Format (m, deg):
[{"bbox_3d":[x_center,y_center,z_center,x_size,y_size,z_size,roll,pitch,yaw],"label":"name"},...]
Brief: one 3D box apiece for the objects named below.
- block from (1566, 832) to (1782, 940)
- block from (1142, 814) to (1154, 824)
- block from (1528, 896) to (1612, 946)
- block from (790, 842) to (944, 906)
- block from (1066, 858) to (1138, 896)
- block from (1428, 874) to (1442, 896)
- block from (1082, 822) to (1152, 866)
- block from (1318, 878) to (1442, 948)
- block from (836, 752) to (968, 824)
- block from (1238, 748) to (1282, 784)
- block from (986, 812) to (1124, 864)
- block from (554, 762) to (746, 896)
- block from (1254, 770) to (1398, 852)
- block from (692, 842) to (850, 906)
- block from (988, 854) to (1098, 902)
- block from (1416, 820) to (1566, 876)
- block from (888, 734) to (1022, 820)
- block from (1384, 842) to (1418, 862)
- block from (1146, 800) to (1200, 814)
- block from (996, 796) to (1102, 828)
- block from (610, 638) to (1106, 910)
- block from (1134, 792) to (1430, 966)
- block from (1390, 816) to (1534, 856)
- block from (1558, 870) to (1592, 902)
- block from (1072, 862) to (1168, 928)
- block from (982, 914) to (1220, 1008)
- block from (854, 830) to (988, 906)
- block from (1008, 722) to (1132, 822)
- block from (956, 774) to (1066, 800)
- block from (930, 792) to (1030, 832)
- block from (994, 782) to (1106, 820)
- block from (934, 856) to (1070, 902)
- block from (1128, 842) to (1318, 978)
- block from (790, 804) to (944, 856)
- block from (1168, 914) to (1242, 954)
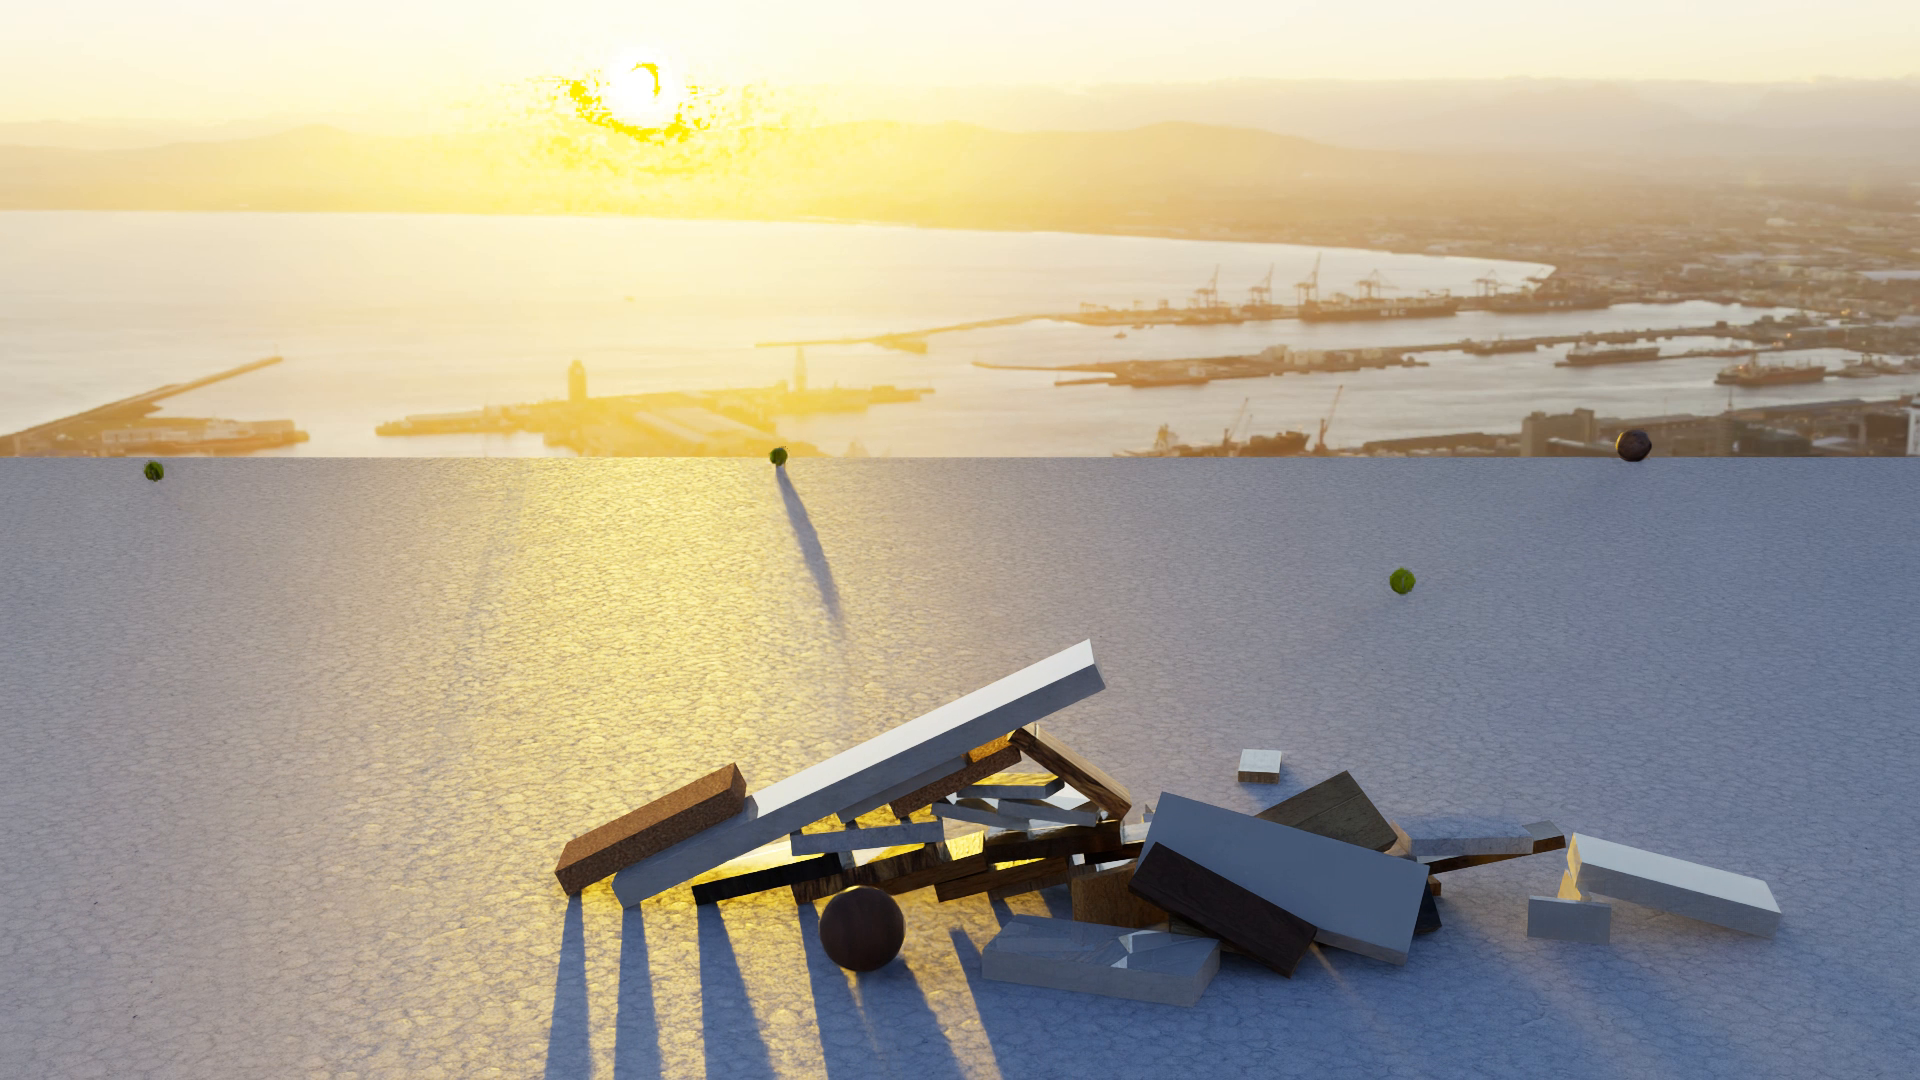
[{"bbox_3d":[1.148,0.556,3.552,0.313,0.044,0.157,14,12,8],"label":"block"},{"bbox_3d":[0.368,0.530,3.824,0.086,0.024,0.172,0,23,-1],"label":"block"},{"bbox_3d":[0.958,0.598,3.457,0.125,0.063,0.018,3,11,18],"label":"block"},{"bbox_3d":[-0.152,0.536,3.658,0.250,0.035,0.125,-16,10,5],"label":"block"},{"bbox_3d":[0.271,0.539,3.660,0.185,0.026,0.093,-19,9,8],"label":"block"},{"bbox_3d":[0.716,0.576,3.682,0.157,0.022,0.078,-2,11,-9],"label":"block"},{"bbox_3d":[0.293,0.496,3.628,0.185,0.026,0.093,-9,11,0],"label":"block"},{"bbox_3d":[0.649,0.577,3.468,0.205,0.103,0.029,-4,-26,-20],"label":"block"},{"bbox_3d":[-0.098,0.394,3.640,0.227,0.032,0.113,-25,8,4],"label":"block"},{"bbox_3d":[0.597,0.449,4.367,0.078,0.022,0.157,2,11,10],"label":"block"},{"bbox_3d":[0.157,0.488,3.621,0.220,0.031,0.110,-7,11,7],"label":"block"},{"bbox_3d":[-0.520,0.487,3.720,0.325,0.046,0.162,-26,10,1],"label":"block"},{"bbox_3d":[0.552,0.487,3.540,0.280,0.040,0.140,-21,60,-26],"label":"block"},{"bbox_3d":[-0.312,0.543,3.655,0.250,0.035,0.125,-14,10,6],"label":"block"},{"bbox_3d":[0.138,0.552,3.662,0.185,0.026,0.093,-15,10,7],"label":"block"},{"bbox_3d":[0.760,0.535,3.653,0.476,0.022,0.078,-11,12,0],"label":"block"},{"bbox_3d":[-0.009,0.386,3.644,0.227,0.032,0.113,-26,8,3],"label":"block"},{"bbox_3d":[0.605,0.537,3.638,0.280,0.040,0.140,-11,12,2],"label":"block"},{"bbox_3d":[0.410,0.517,3.980,0.103,0.029,0.205,-2,11,-9],"label":"block"},{"bbox_3d":[0.148,0.441,3.619,0.162,0.023,0.081,6,8,10],"label":"block"},{"bbox_3d":[-0.167,0.384,3.628,0.869,0.046,0.162,-25,10,5],"label":"block"},{"bbox_3d":[0.499,0.524,3.422,0.430,0.044,0.157,14,55,13],"label":"block"},{"bbox_3d":[0.821,0.484,3.601,0.205,0.029,0.103,0,12,-8],"label":"block"},{"bbox_3d":[0.987,0.581,3.538,0.018,0.063,0.125,13,11,2],"label":"block"},{"bbox_3d":[0.265,0.570,3.504,0.196,0.098,0.028,-7,8,-35],"label":"block"},{"bbox_3d":[0.214,0.632,3.318,0.325,0.046,0.162,4,11,20],"label":"block"},{"bbox_3d":[-0.063,0.545,3.654,0.221,0.031,0.110,-16,10,5],"label":"block"},{"bbox_3d":[0.180,0.373,3.627,0.227,0.032,0.113,36,6,-2],"label":"block"},{"bbox_3d":[0.083,0.407,3.641,0.162,0.023,0.081,-2,7,26],"label":"block"},{"bbox_3d":[0.034,0.448,3.644,0.162,0.023,0.081,10,9,1],"label":"block"},{"bbox_3d":[0.164,0.484,4.011,0.157,0.044,0.313,-6,6,-9],"label":"block"},{"bbox_3d":[0.071,0.543,3.650,0.221,0.031,0.110,-15,10,7],"label":"block"},{"bbox_3d":[0.399,0.563,3.356,0.280,0.024,0.086,26,61,20],"label":"block"},{"bbox_3d":[-0.157,0.475,3.642,0.250,0.035,0.125,-5,11,-5],"label":"block"},{"bbox_3d":[0.422,0.601,3.402,0.196,0.028,0.098,10,20,2],"label":"block"}]
